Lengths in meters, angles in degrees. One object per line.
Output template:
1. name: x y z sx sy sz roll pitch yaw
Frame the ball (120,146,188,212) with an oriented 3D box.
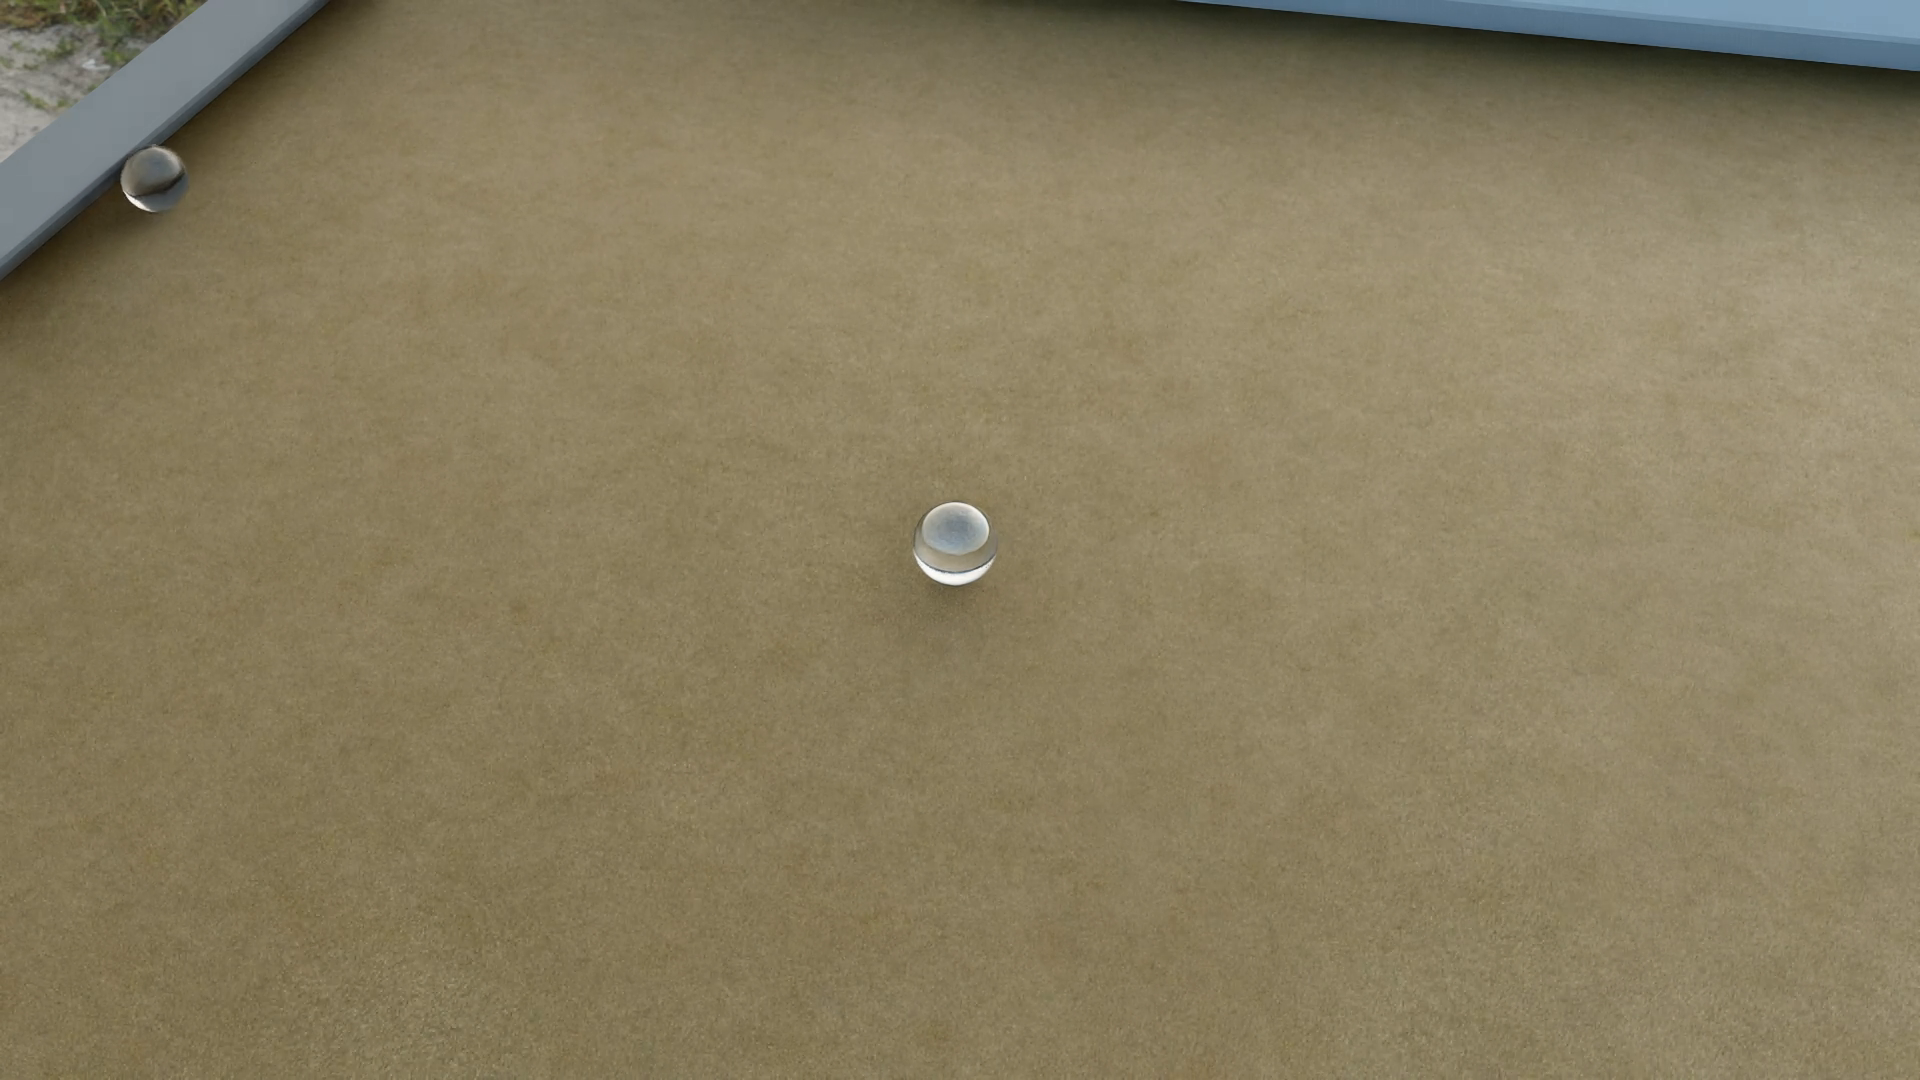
1. ball: -0.774 -0.347 2.466 0.062 0.062 0.062 0 34 0

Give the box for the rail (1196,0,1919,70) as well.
1. rail: 1.225 -0.505 2.664 3.898 0.099 0.045 8 35 12

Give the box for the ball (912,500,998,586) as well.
1. ball: -0.004 0.002 1.948 0.065 0.065 0.065 0 34 0

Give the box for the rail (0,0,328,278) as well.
1. rail: -0.922 -0.146 2.134 0.045 0.099 2.337 8 35 12
